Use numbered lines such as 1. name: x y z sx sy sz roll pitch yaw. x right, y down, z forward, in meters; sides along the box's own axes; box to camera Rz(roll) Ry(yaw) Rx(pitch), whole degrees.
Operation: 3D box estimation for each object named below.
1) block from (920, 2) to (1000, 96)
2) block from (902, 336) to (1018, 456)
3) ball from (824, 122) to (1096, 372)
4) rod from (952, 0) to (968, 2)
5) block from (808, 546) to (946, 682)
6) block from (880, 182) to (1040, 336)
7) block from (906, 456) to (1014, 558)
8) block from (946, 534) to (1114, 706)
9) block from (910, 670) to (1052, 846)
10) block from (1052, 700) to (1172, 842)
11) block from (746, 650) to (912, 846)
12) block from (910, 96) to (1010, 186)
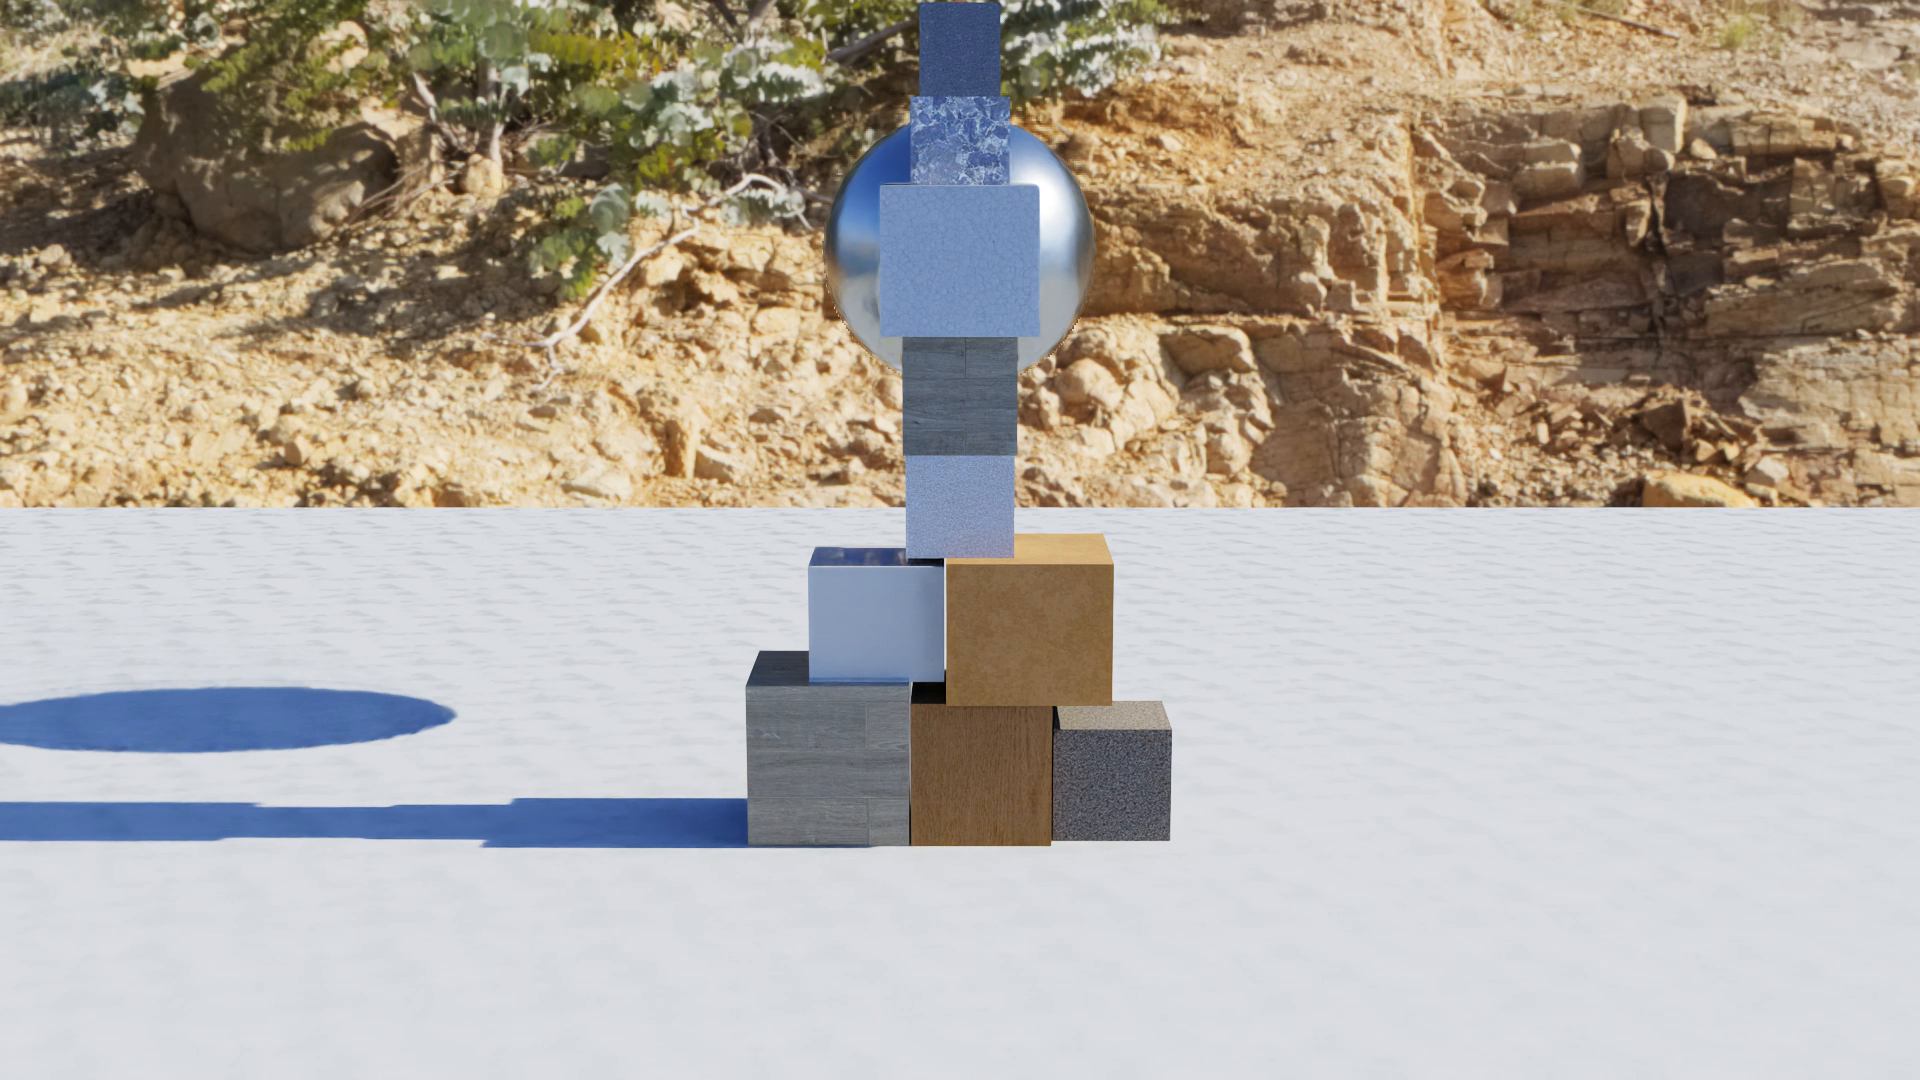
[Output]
1. block: 0.000 -2.388 10.742 0.389 0.442 0.368 0 10 0
2. block: 0.000 -0.753 11.038 0.565 0.589 0.533 0 10 0
3. ball: 0.000 -1.708 12.978 1.600 1.600 1.600 0 10 0
4. rod: 0.000 -4.637 11.251 0.080 5.200 0.080 0 31 0
5. block: -0.417 0.369 11.263 0.677 0.586 0.603 0 10 0
6. block: 0.000 -1.401 10.929 0.769 0.724 0.677 0 10 0
7. block: 0.000 -0.208 11.125 0.538 0.516 0.497 0 10 0
8. block: 0.343 0.394 11.259 0.824 0.716 0.854 0 10 0
9. block: 0.107 1.114 11.368 0.706 0.740 0.725 0 10 0
10. block: 0.768 1.189 11.392 0.597 0.586 0.580 0 10 0
11. block: -0.661 1.066 11.386 0.811 0.830 0.783 0 10 0
12. block: 0.000 -1.967 10.842 0.480 0.421 0.461 0 10 0
